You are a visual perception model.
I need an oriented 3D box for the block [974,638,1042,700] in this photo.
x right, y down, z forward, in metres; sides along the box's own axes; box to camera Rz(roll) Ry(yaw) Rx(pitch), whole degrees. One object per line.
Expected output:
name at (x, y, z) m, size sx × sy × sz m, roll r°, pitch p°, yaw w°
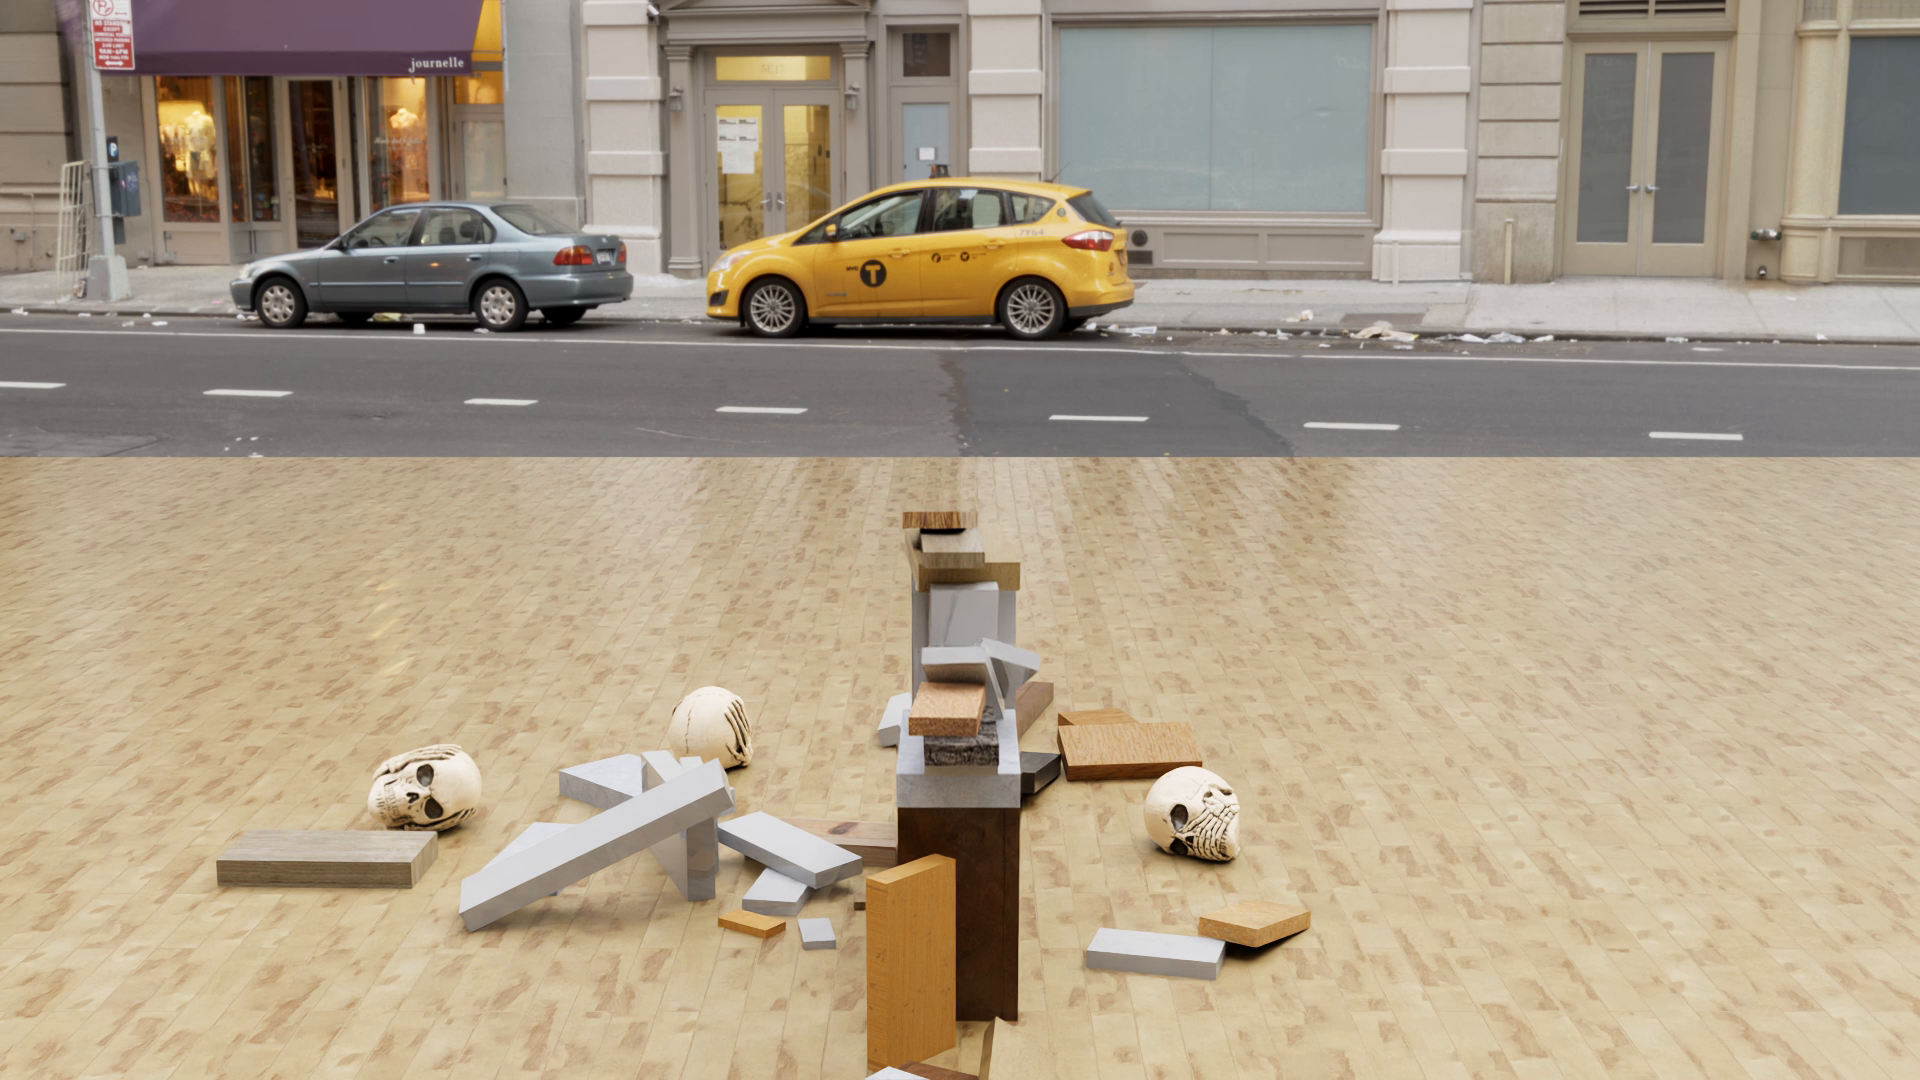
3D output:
block at (0.039, 0.199, 3.225) m, size 0.092 × 0.026 × 0.185 m, roll 17°, pitch -29°, yaw -16°

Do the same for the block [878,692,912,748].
block at (-0.091, 0.367, 4.661) m, size 0.135 × 0.038 × 0.271 m, roll -16°, pitch 9°, yaw 7°

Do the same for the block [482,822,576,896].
block at (-0.715, 0.548, 3.793) m, size 0.132 × 0.037 × 0.264 m, roll 2°, pitch 11°, yaw 9°

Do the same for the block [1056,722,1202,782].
block at (0.335, 0.419, 4.367) m, size 0.267 × 0.038 × 0.134 m, roll -1°, pitch 31°, yaw -7°

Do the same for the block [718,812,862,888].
block at (-0.295, 0.527, 3.751) m, size 0.099 × 0.028 × 0.288 m, roll -13°, pitch 19°, yaw -39°

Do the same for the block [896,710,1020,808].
block at (-0.002, 0.311, 3.164) m, size 0.170 × 0.048 × 0.339 m, roll 0°, pitch 10°, yaw 0°

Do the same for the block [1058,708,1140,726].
block at (0.313, 0.405, 4.560) m, size 0.135 × 0.038 × 0.271 m, roll -3°, pitch 11°, yaw -17°

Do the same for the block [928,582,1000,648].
block at (0.004, 0.160, 3.296) m, size 0.100 × 0.200 × 0.028 m, roll -1°, pitch 25°, yaw -7°

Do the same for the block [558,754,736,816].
block at (-0.594, 0.475, 4.160) m, size 0.165 × 0.047 × 0.330 m, roll -10°, pitch 15°, yaw -44°

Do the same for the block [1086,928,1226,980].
block at (0.301, 0.632, 3.363) m, size 0.198 × 0.028 × 0.099 m, roll 3°, pitch 11°, yaw 15°

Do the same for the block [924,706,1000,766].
block at (0.000, 0.269, 3.026) m, size 0.100 × 0.028 × 0.200 m, roll 0°, pitch 10°, yaw -2°

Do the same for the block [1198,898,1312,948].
block at (0.464, 0.601, 3.455) m, size 0.099 × 0.028 × 0.198 m, roll 7°, pitch 4°, yaw 33°

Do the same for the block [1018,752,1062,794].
block at (0.105, 0.445, 4.245) m, size 0.134 × 0.038 × 0.267 m, roll 2°, pitch 3°, yaw 13°

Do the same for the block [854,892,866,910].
block at (-0.122, 0.593, 3.617) m, size 0.105 × 0.014 × 0.050 m, roll -1°, pitch 11°, yaw -4°

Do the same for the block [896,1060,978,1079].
block at (-0.169, 0.768, 2.607) m, size 0.136 × 0.039 × 0.659 m, roll 6°, pitch 12°, yaw 29°

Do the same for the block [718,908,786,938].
block at (-0.332, 0.612, 3.510) m, size 0.100 × 0.014 × 0.050 m, roll 7°, pitch 13°, yaw 34°

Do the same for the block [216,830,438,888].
block at (-1.082, 0.547, 3.774) m, size 0.330 × 0.047 × 0.165 m, roll 0°, pitch 11°, yaw 2°

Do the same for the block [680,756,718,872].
block at (-0.462, 0.483, 3.884) m, size 0.037 × 0.132 × 0.264 m, roll -2°, pitch 11°, yaw -13°

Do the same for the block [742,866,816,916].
block at (-0.294, 0.580, 3.652) m, size 0.090 × 0.025 × 0.180 m, roll 2°, pitch 11°, yaw 9°

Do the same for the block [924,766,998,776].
block at (0.000, 0.288, 3.077) m, size 0.100 × 0.028 × 0.200 m, roll 0°, pitch 10°, yaw -1°

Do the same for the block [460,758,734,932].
block at (-0.589, 0.491, 3.560) m, size 0.462 × 0.037 × 0.132 m, roll -25°, pitch 18°, yaw -3°

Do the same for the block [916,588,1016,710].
block at (0.009, 0.280, 3.391) m, size 0.152 × 0.443 × 0.043 m, roll 0°, pitch 18°, yaw 0°

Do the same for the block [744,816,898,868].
block at (-0.233, 0.532, 3.879) m, size 0.267 × 0.038 × 0.134 m, roll 2°, pitch 11°, yaw 9°

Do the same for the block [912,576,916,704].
block at (-0.002, 0.175, 3.565) m, size 0.152 × 0.304 × 0.043 m, roll 0°, pitch 17°, yaw -2°

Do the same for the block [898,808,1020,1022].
block at (-0.002, 0.519, 3.113) m, size 0.170 × 0.339 × 0.048 m, roll 0°, pitch 18°, yaw -1°

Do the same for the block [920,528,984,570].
block at (-0.013, 0.012, 3.313) m, size 0.090 × 0.026 × 0.180 m, roll -1°, pitch 11°, yaw -3°

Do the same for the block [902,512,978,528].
block at (-0.029, -0.031, 3.437) m, size 0.090 × 0.025 × 0.180 m, roll 0°, pitch 1°, yaw 9°

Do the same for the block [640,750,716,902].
block at (-0.486, 0.486, 3.777) m, size 0.047 × 0.165 × 0.334 m, roll -4°, pitch 11°, yaw -20°

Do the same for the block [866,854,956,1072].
block at (-0.066, 0.577, 2.995) m, size 0.039 × 0.272 × 0.136 m, roll 9°, pitch 14°, yaw 41°

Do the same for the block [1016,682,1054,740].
block at (0.068, 0.389, 4.647) m, size 0.135 × 0.038 × 0.611 m, roll 3°, pitch 11°, yaw 14°

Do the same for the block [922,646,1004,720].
block at (0.006, 0.209, 3.184) m, size 0.092 × 0.026 × 0.184 m, roll -2°, pitch -30°, yaw 9°

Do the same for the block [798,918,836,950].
block at (-0.226, 0.621, 3.465) m, size 0.050 × 0.014 × 0.100 m, roll -2°, pitch 11°, yaw -10°

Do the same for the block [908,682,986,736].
block at (-0.016, 0.235, 3.060) m, size 0.092 × 0.026 × 0.192 m, roll 1°, pitch 11°, yaw 4°

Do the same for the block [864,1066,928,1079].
block at (-0.119, 0.718, 2.663) m, size 0.136 × 0.039 × 0.272 m, roll 8°, pitch 13°, yaw 36°

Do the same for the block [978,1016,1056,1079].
block at (0.073, 0.706, 2.831) m, size 0.099 × 0.028 × 0.280 m, roll 34°, pitch 11°, yaw -3°

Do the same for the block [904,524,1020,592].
block at (0.000, 0.025, 3.421) m, size 0.152 × 0.043 × 0.304 m, roll -1°, pitch 11°, yaw -5°
